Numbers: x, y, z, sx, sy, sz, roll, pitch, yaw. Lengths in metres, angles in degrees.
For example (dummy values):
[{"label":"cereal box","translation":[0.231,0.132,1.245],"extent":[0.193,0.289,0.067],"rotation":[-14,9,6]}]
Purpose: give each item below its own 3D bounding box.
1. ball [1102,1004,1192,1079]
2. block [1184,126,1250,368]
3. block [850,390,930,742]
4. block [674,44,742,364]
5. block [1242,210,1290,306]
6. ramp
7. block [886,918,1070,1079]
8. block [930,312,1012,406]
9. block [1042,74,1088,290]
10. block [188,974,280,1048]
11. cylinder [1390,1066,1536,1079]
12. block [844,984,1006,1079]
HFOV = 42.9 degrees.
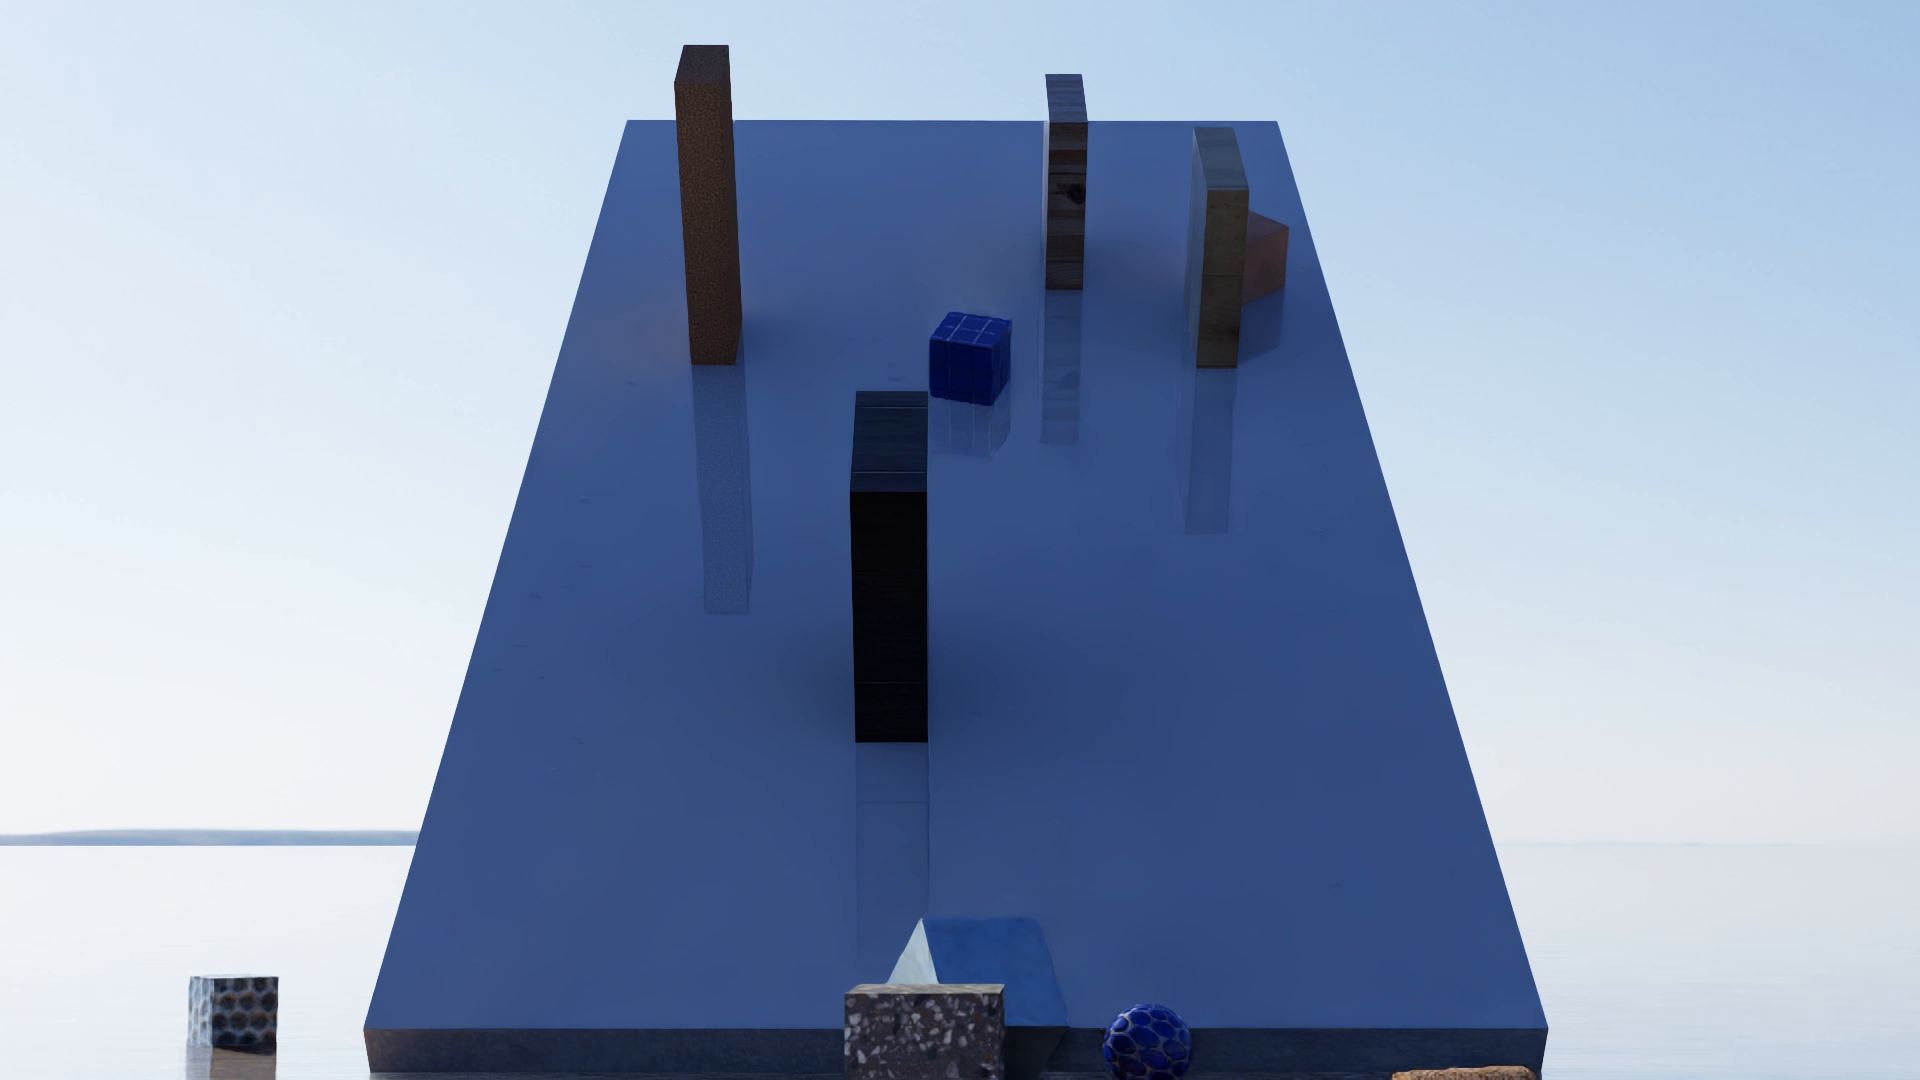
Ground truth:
[{"label":"ball","translation":[0.293,0.794,3.813],"extent":[0.140,0.140,0.140],"rotation":[0,-7,0]},{"label":"block","translation":[0.645,-0.741,6.180],"extent":[0.101,0.485,0.395],"rotation":[0,32,0]},{"label":"block","translation":[-0.134,0.052,4.817],"extent":[0.142,0.574,0.389],"rotation":[0,32,0]},{"label":"block","translation":[-0.620,-0.825,6.059],"extent":[0.111,0.747,0.254],"rotation":[0,32,0]},{"label":"block","translation":[0.743,-0.755,6.495],"extent":[0.176,0.176,0.176],"rotation":[-26,40,-35]},{"label":"ramp","translation":[-0.015,-0.191,5.846],"extent":[2.000,0.100,4.000],"rotation":[0,32,0]},{"label":"block","translation":[0.021,0.715,3.739],"extent":[0.195,0.195,0.195],"rotation":[4,-45,-23]},{"label":"block","translation":[0.026,-0.446,6.011],"extent":[0.159,0.159,0.159],"rotation":[10,33,15]},{"label":"block","translation":[0.277,-0.959,6.537],"extent":[0.099,0.475,0.339],"rotation":[0,32,0]},{"label":"block","translation":[-1.419,0.916,4.770],"extent":[0.130,0.130,0.130],"rotation":[5,-9,-37]},{"label":"cylinder","translation":[0.557,0.654,2.696],"extent":[0.140,0.140,0.140],"rotation":[0,-7,-12]},{"label":"block","translation":[-0.043,0.692,3.225],"extent":[0.198,0.198,0.198],"rotation":[0,-7,3]}]
